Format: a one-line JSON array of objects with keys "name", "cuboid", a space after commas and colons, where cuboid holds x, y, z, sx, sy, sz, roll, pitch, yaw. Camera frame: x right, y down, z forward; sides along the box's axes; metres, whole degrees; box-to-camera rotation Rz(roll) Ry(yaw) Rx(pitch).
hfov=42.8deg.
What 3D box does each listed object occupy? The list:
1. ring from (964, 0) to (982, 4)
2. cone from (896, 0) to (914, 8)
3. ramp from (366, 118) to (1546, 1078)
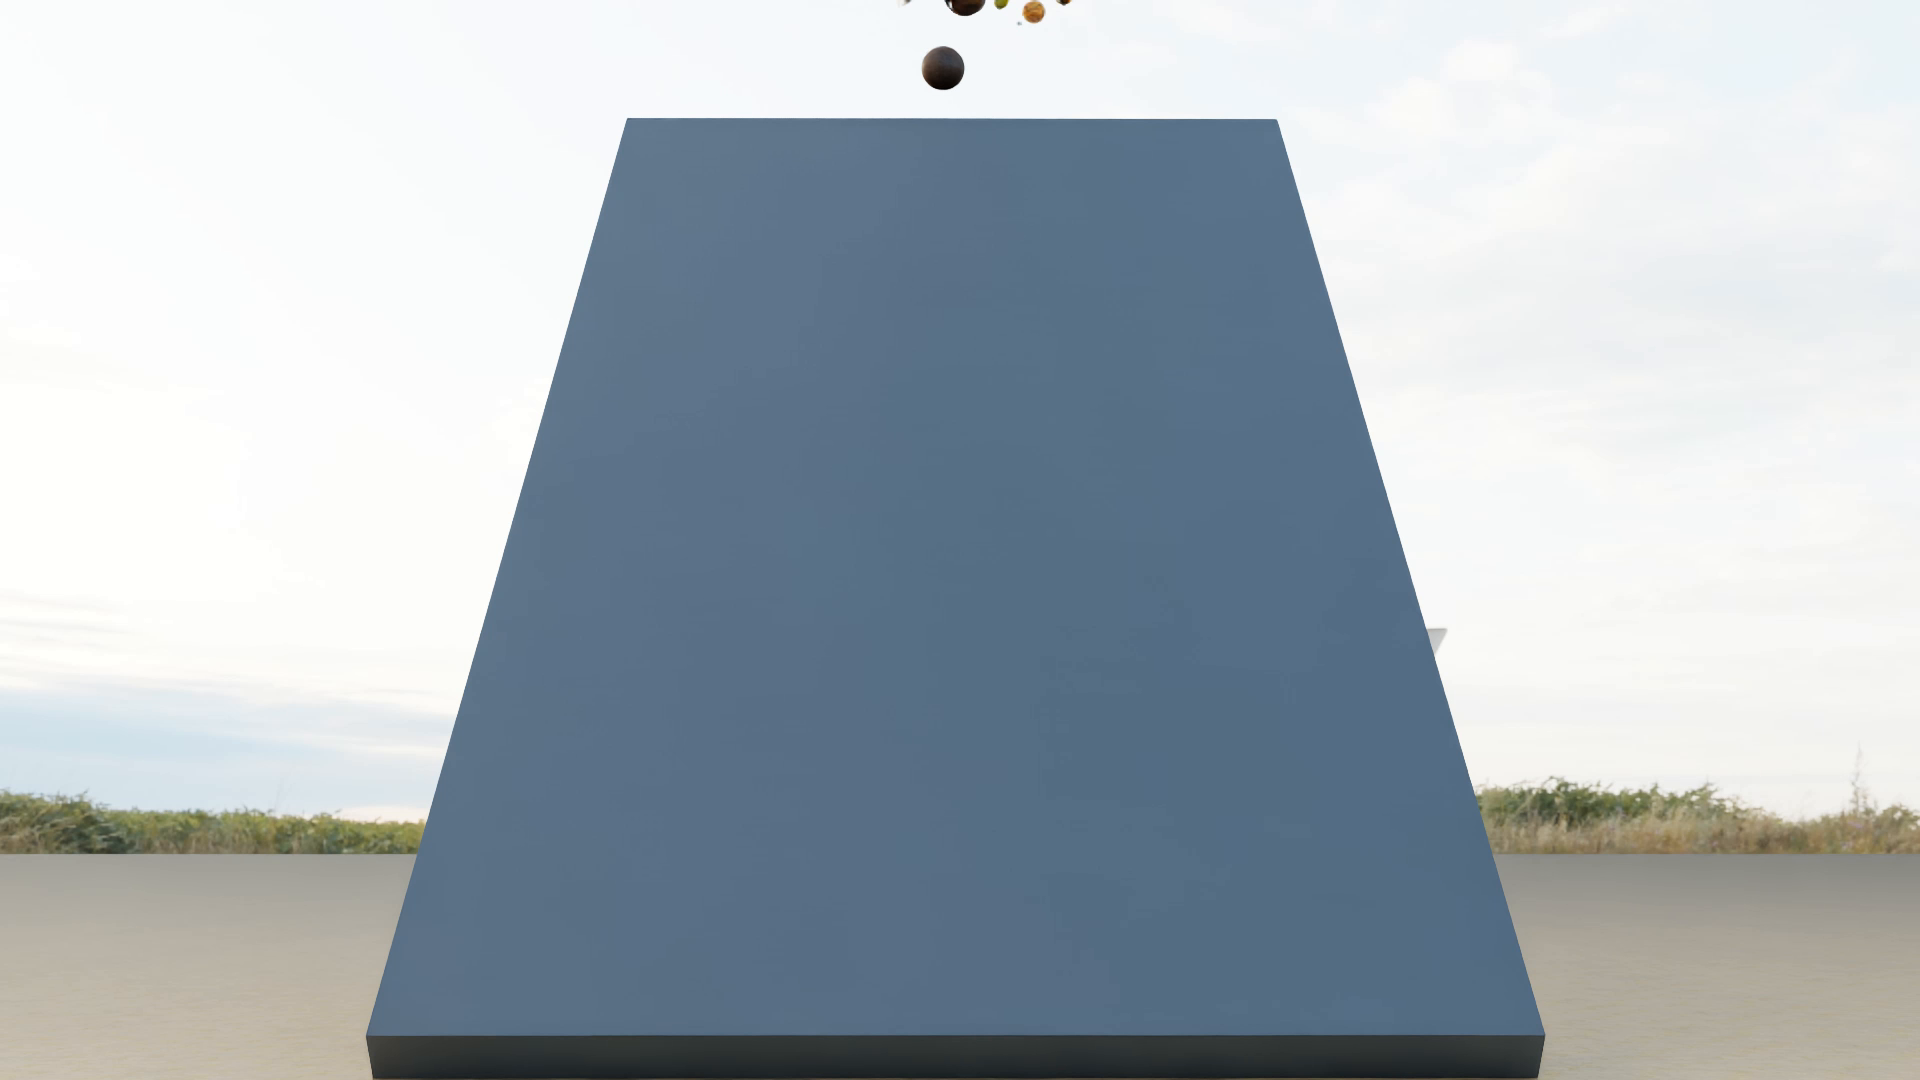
[{"name": "ring", "cuboid": [0.044, -1.571, 7.045, 0.079, 0.026, 0.079, -18, -27, -9]}, {"name": "cone", "cuboid": [-0.143, -1.652, 7.414, 0.082, 0.082, 0.082, -6, -5, -19]}, {"name": "ramp", "cuboid": [-0.015, -0.187, 5.870, 2.000, 0.100, 4.000, 0, 32, 0]}]
